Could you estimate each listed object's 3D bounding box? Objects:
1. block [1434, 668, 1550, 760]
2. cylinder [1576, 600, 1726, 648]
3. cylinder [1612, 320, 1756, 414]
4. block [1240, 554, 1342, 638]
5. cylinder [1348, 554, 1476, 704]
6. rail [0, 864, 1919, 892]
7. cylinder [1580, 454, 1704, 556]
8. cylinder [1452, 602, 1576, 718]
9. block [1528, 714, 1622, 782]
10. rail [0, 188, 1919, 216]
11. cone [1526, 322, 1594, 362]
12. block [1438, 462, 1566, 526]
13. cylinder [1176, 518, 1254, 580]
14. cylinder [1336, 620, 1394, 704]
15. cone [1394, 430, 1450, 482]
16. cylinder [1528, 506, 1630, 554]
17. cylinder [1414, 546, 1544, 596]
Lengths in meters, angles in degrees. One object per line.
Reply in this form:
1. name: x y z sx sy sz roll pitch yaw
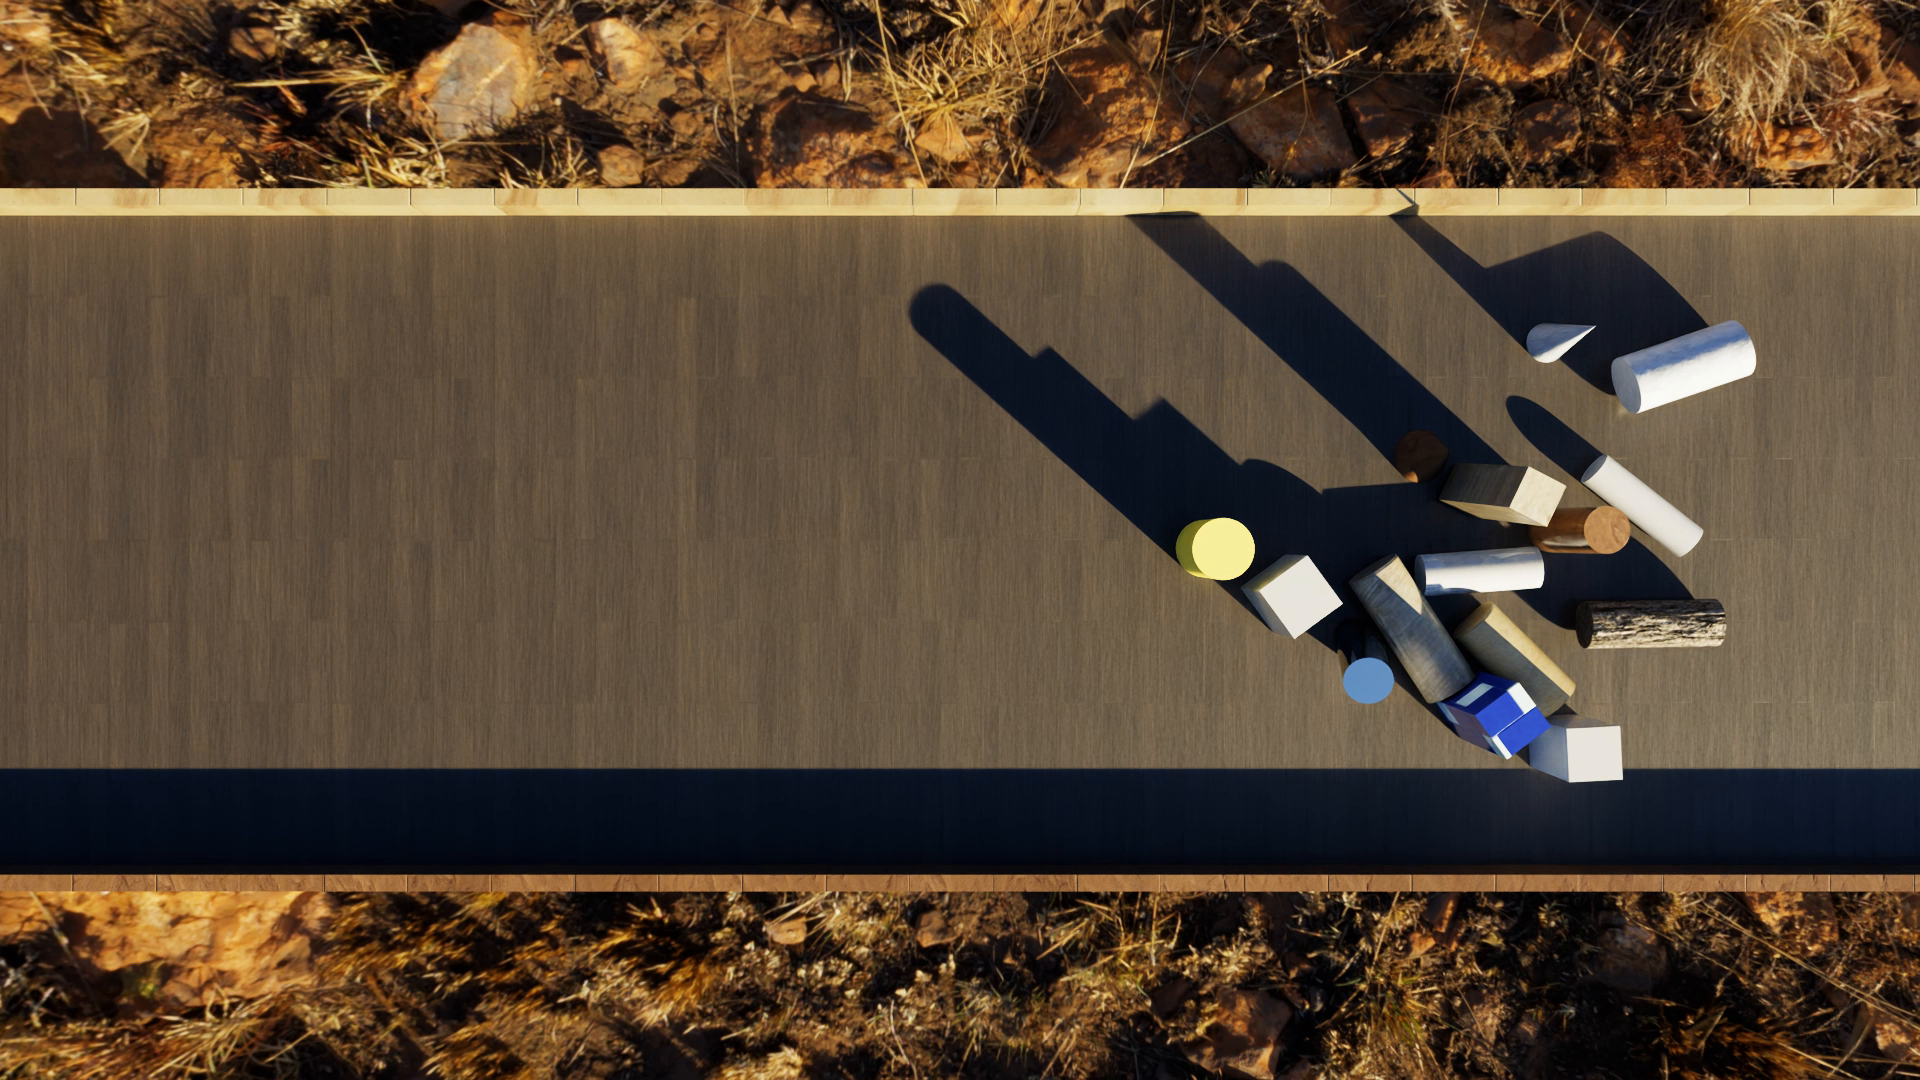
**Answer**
1. block: 1.558 0.507 4.864 0.155 0.421 0.155 -37 91 0
2. cylinder: 2.093 0.254 5.005 0.398 0.144 0.144 -1 90 0
3. cylinder: 2.184 -0.524 4.988 0.359 0.178 0.178 -19 90 0
4. block: 0.983 0.165 4.914 0.172 0.324 0.172 -36 90 0
5. cylinder: 1.367 0.267 4.993 0.167 0.167 0.434 -33 90 0
6. rail: -2.247 1.025 5.001 12.000 0.150 0.050 0 90 0
7. cylinder: 2.075 -0.105 5.021 0.368 0.111 0.111 38 90 0
8. cylinder: 1.677 0.365 4.997 0.349 0.159 0.159 45 90 0
9. block: 1.828 0.617 4.913 0.154 0.327 0.154 -3 90 0
10. rail: -2.247 -1.025 5.002 12.000 0.150 0.050 0 90 0
11. cone: 1.804 -0.607 4.878 0.122 0.396 0.122 0 90 0
12. block: 1.583 -0.138 4.841 0.126 0.456 0.126 26 90 -10
13. cylinder: 0.753 0.026 4.894 0.178 0.366 0.178 0 90 0
14. cylinder: 1.201 0.359 4.905 0.143 0.313 0.143 3 108 8
15. cone: 1.417 -0.258 4.925 0.164 0.304 0.164 0 90 0
16. cylinder: 1.827 -0.029 4.882 0.137 0.380 0.137 0 90 -4
17. cylinder: 1.575 0.095 5.013 0.354 0.128 0.128 -4 90 0
